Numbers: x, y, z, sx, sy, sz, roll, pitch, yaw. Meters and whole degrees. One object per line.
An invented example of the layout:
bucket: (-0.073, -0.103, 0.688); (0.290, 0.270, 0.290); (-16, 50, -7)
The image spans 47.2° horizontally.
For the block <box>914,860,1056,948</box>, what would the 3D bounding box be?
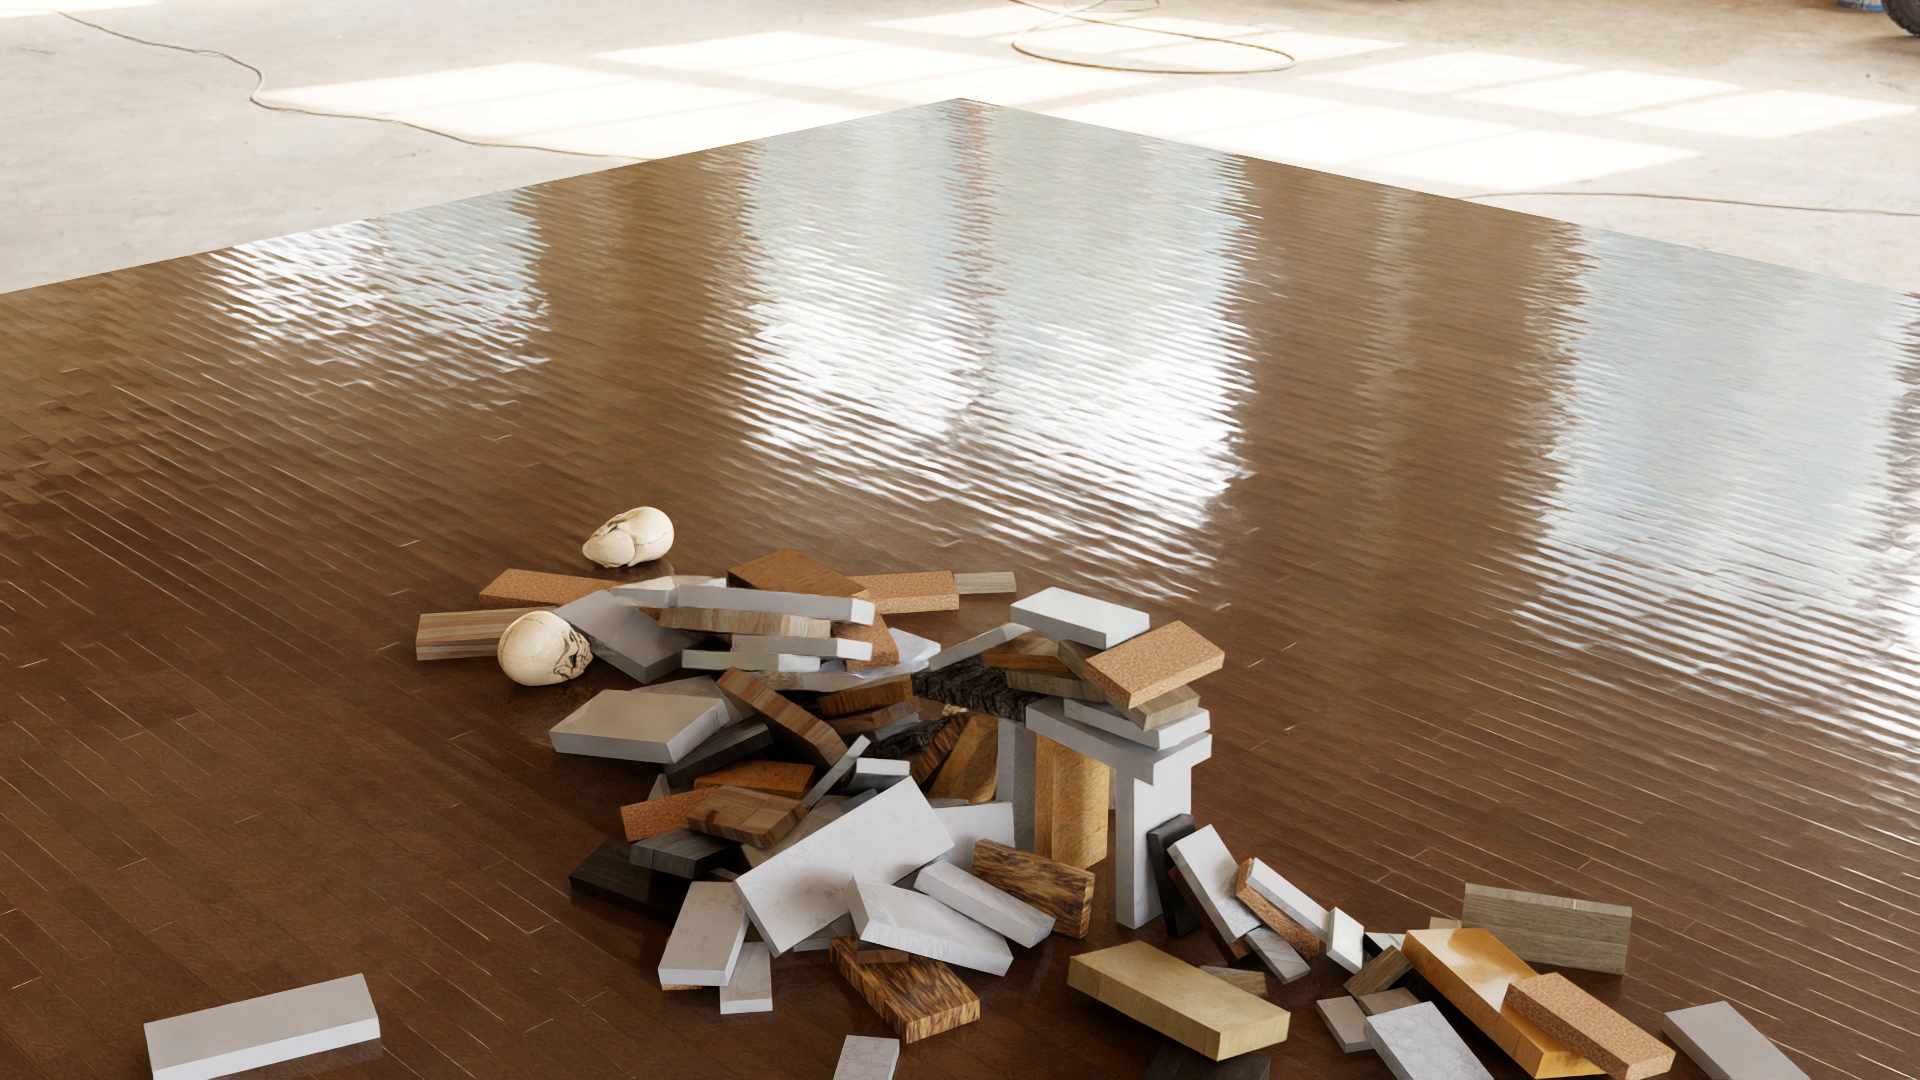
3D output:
block: (0.046, 0.664, 4.021); (0.242, 0.034, 0.121); (25, 9, 17)

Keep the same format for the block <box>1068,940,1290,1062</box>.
block: (0.371, 0.784, 3.765); (0.175, 0.050, 0.351); (-3, 15, -42)

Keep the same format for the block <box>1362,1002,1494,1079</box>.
block: (0.785, 0.869, 3.618); (0.127, 0.036, 0.254); (-9, 33, -20)

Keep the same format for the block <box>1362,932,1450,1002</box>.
block: (0.803, 0.758, 3.907); (0.093, 0.026, 0.185); (8, 17, -28)

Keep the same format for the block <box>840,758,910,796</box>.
block: (-0.170, 0.473, 4.314); (0.099, 0.028, 0.368); (5, -15, -7)

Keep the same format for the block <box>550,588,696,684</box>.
block: (-0.784, 0.222, 5.117); (0.319, 0.045, 0.159); (27, 35, 31)

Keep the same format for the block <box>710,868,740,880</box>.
block: (-0.448, 0.662, 4.171); (0.163, 0.023, 0.081); (16, 28, 33)

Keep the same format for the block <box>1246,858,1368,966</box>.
block: (0.627, 0.672, 3.965); (0.261, 0.018, 0.064); (37, 27, -2)

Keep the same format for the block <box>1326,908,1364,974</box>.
block: (0.689, 0.716, 3.933); (0.064, 0.018, 0.129); (36, 27, -6)

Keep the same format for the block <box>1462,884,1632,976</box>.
block: (1.051, 0.700, 3.956); (0.288, 0.121, 0.034); (6, 24, 15)

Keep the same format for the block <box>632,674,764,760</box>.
block: (-0.569, 0.402, 4.747); (0.180, 0.051, 0.359); (-10, 25, -22)

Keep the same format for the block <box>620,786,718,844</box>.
block: (-0.566, 0.552, 4.366); (0.199, 0.028, 0.099); (-12, 40, -12)

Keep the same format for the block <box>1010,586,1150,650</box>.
block: (0.220, 0.144, 4.075); (0.238, 0.034, 0.119); (15, 27, 42)

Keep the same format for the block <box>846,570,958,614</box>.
block: (-0.161, 0.131, 5.400); (0.299, 0.040, 0.143); (-3, 23, -8)

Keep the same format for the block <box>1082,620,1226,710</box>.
block: (0.350, 0.223, 3.960); (0.239, 0.034, 0.119); (-20, 41, -36)

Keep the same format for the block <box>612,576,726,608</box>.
block: (-0.684, 0.120, 5.190); (0.143, 0.040, 0.285); (2, 6, 22)

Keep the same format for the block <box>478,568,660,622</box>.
block: (-0.913, 0.147, 5.356); (0.486, 0.045, 0.159); (6, 24, 14)

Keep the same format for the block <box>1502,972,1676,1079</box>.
block: (1.044, 0.808, 3.654); (0.127, 0.036, 0.254); (-1, 23, -38)

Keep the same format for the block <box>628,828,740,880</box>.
block: (-0.521, 0.593, 4.179); (0.126, 0.036, 0.253); (12, 3, 13)

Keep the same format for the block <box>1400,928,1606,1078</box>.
block: (0.942, 0.789, 3.778); (0.175, 0.050, 0.383); (4, 20, -28)

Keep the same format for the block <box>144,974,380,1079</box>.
block: (-1.187, 0.835, 3.741); (0.365, 0.041, 0.144); (-10, 25, -22)

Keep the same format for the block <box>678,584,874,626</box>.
block: (-0.422, 0.149, 5.064); (0.414, 0.051, 0.180); (4, -5, 14)

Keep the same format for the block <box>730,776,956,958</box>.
block: (-0.213, 0.597, 4.040); (0.396, 0.155, 0.044); (-28, -11, -27)

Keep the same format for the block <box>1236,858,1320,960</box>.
block: (0.579, 0.669, 3.990); (0.185, 0.026, 0.093); (43, 26, -10)

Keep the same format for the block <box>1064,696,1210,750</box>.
block: (0.320, 0.315, 4.004); (0.125, 0.035, 0.250); (-18, 22, -36)

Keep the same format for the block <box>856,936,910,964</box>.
block: (-0.134, 0.704, 3.950); (0.090, 0.025, 0.179); (-3, 18, 2)

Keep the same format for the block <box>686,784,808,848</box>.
block: (-0.416, 0.535, 4.272); (0.225, 0.032, 0.112); (6, 34, 43)

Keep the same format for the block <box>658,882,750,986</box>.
block: (-0.451, 0.706, 3.957); (0.122, 0.034, 0.243); (0, 30, 9)

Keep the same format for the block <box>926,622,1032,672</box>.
block: (0.042, 0.201, 4.283); (0.203, 0.029, 0.102); (-25, -2, 38)

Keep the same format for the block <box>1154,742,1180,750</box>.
block: (0.349, 0.350, 3.987); (0.049, 0.014, 0.097); (-14, 26, -28)

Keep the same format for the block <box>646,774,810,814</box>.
block: (-0.466, 0.529, 4.469); (0.322, 0.036, 0.126); (2, 23, 5)

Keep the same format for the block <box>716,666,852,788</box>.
block: (-0.350, 0.398, 4.593); (0.051, 0.180, 0.359); (-46, 42, -17)

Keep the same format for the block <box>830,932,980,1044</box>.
block: (-0.101, 0.776, 3.880); (0.144, 0.041, 0.288); (-13, 26, -27)

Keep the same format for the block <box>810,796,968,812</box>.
block: (-0.150, 0.562, 4.327); (0.310, 0.044, 0.155); (-1, 21, 19)

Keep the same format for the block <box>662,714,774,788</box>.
block: (-0.500, 0.432, 4.508); (0.225, 0.032, 0.113); (-24, 18, -10)

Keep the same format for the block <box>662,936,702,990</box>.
block: (-0.495, 0.758, 3.948); (0.070, 0.020, 0.140); (-1, 23, -3)

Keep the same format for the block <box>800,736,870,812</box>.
block: (-0.280, 0.492, 4.287); (0.023, 0.293, 0.081); (42, 30, 0)

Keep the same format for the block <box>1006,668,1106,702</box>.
block: (0.219, 0.255, 4.121); (0.125, 0.035, 0.257); (-19, 15, -38)

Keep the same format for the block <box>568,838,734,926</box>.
block: (-0.575, 0.652, 4.146); (0.318, 0.034, 0.121); (13, 38, 30)

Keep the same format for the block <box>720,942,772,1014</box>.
block: (-0.381, 0.775, 3.901); (0.090, 0.025, 0.179); (-3, 23, -6)

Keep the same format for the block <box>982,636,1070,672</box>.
block: (0.154, 0.217, 4.197); (0.203, 0.029, 0.102); (1, 16, 41)

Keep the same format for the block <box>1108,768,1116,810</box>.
block: (0.349, 0.483, 4.557); (0.108, 0.031, 0.216); (1, 29, 2)

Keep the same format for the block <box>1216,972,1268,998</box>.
block: (0.488, 0.786, 3.865); (0.097, 0.014, 0.049); (-4, 40, 0)
